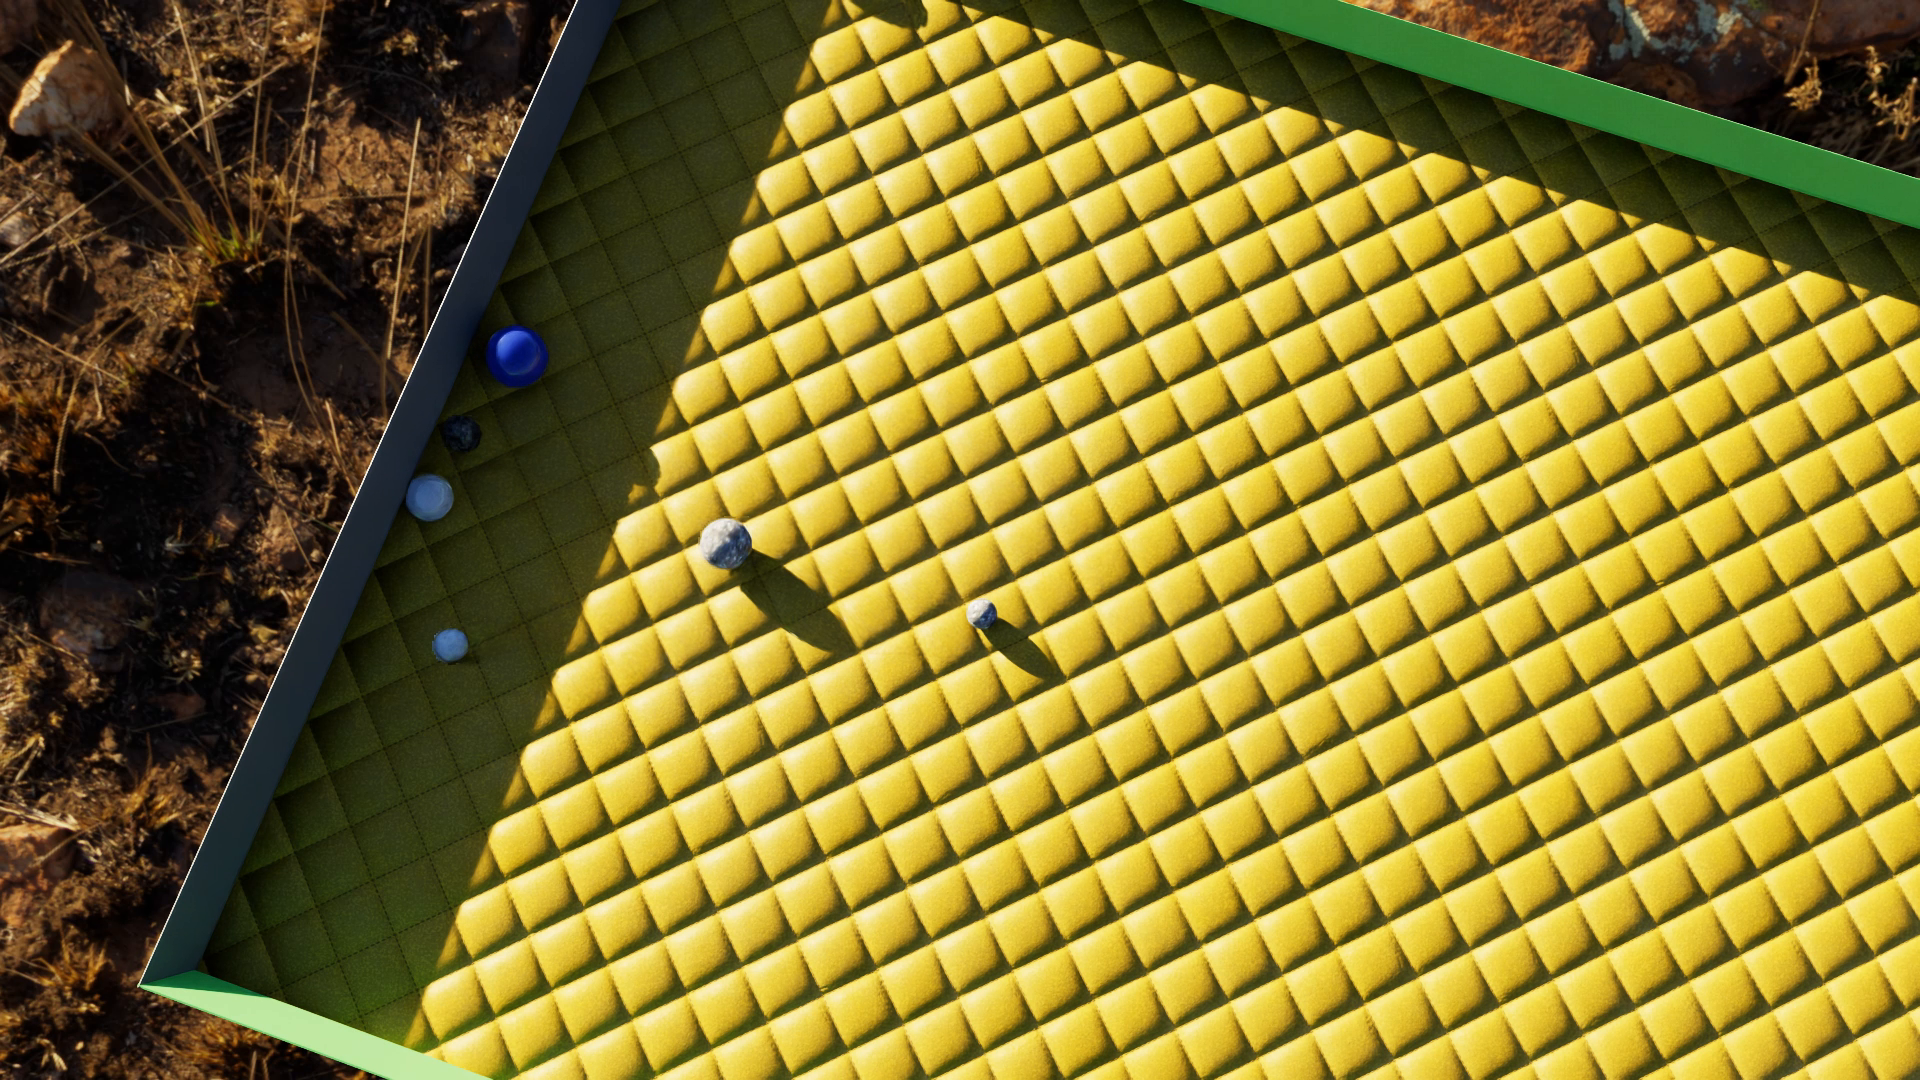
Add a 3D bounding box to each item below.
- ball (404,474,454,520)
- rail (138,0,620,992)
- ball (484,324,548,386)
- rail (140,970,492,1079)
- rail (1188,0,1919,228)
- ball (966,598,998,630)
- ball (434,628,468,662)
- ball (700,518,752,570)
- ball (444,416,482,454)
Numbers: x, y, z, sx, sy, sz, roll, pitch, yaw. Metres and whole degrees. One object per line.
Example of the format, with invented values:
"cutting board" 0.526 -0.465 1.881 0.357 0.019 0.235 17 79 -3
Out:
"ball" -0.816 -0.066 3.379 0.073 0.073 0.073 0 74 0
"rail" -0.795 -0.276 3.411 0.045 0.125 2.046 19 75 5
"ball" -0.692 -0.287 3.430 0.097 0.097 0.097 0 74 0
"rail" 0.487 1.174 2.998 3.466 0.125 0.045 19 75 5
"rail" 1.148 -0.640 3.514 3.466 0.125 0.045 19 75 5
"ball" 0.033 0.112 3.342 0.047 0.047 0.047 0 74 0
"ball" -0.769 0.159 3.327 0.051 0.051 0.051 0 74 0
"ball" -0.357 0.006 3.356 0.078 0.078 0.078 0 74 0
"ball" -0.773 -0.164 3.415 0.058 0.058 0.058 0 74 0
